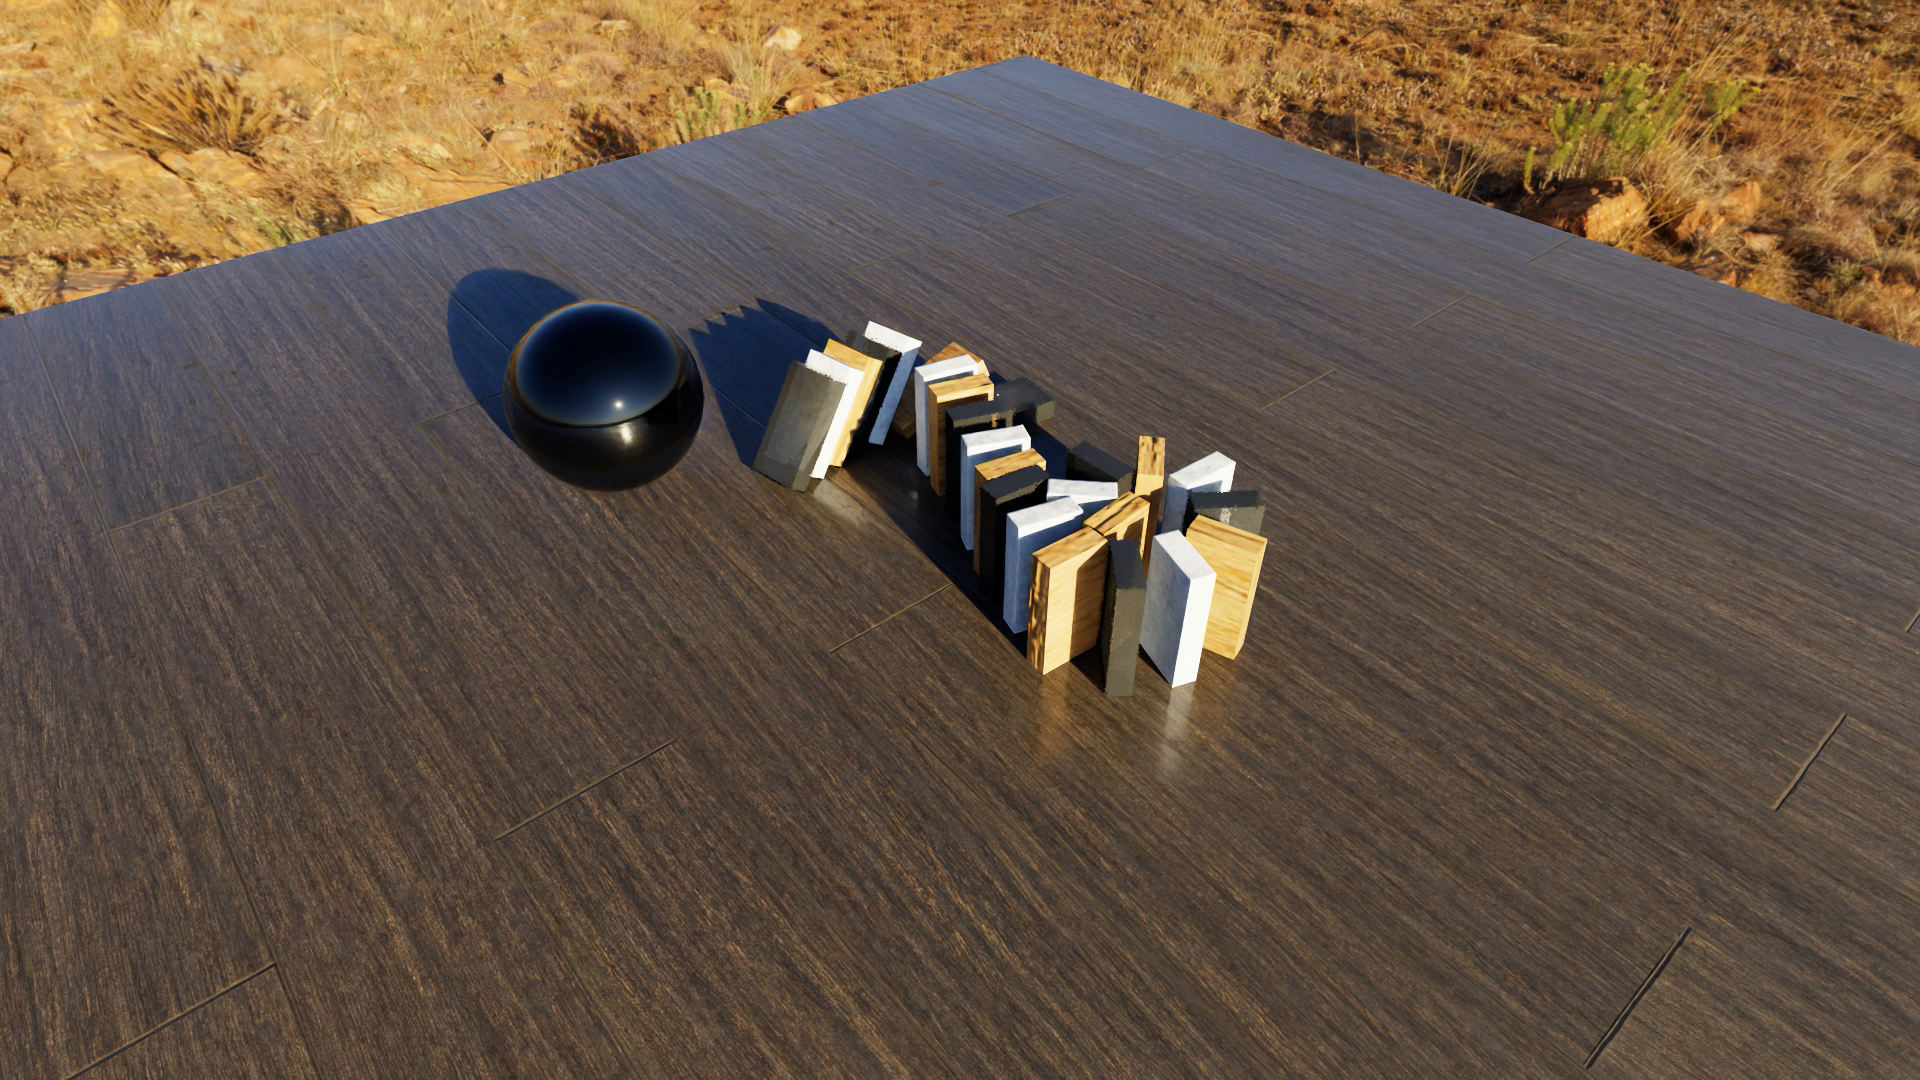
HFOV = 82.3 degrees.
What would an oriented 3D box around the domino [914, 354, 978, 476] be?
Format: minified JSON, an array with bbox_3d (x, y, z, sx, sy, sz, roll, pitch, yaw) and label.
[{"bbox_3d":[-0.006,-0.054,0.477,0.025,0.050,0.009,-18,43,-20],"label":"domino"}]

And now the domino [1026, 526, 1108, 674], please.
[{"bbox_3d":[0.037,0.022,0.385,0.025,0.050,0.010,-25,45,-27],"label":"domino"}]

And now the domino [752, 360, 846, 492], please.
[{"bbox_3d":[-0.070,-0.049,0.474,0.025,0.050,0.009,29,12,30],"label":"domino"}]

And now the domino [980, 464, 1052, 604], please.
[{"bbox_3d":[0.021,-0.002,0.414,0.025,0.050,0.010,-23,44,-25],"label":"domino"}]

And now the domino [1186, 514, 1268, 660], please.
[{"bbox_3d":[0.091,0.017,0.390,0.025,0.050,0.010,22,44,25],"label":"domino"}]

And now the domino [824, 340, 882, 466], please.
[{"bbox_3d":[-0.055,-0.061,0.489,0.025,0.050,0.009,29,12,30],"label":"domino"}]

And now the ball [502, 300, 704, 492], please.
[{"bbox_3d":[-0.148,-0.060,0.461,0.080,0.080,0.080,0,39,0],"label":"ball"}]

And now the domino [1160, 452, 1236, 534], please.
[{"bbox_3d":[0.089,-0.007,0.420,0.025,0.050,0.009,-26,46,-28],"label":"domino"}]

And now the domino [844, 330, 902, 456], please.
[{"bbox_3d":[-0.047,-0.066,0.495,0.025,0.050,0.010,29,12,30],"label":"domino"}]

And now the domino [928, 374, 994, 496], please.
[{"bbox_3d":[0.000,-0.044,0.465,0.025,0.050,0.009,-15,42,-18],"label":"domino"}]

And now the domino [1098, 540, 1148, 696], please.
[{"bbox_3d":[0.055,0.027,0.378,0.010,0.050,0.025,0,39,0],"label":"domino"}]

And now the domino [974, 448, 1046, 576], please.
[{"bbox_3d":[0.019,-0.009,0.422,0.025,0.050,0.009,-19,43,-21],"label":"domino"}]

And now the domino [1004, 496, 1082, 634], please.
[{"bbox_3d":[0.030,0.010,0.400,0.025,0.050,0.009,-16,42,-19],"label":"domino"}]

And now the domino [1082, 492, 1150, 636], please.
[{"bbox_3d":[0.055,0.010,0.400,0.025,0.050,0.010,-32,49,-33],"label":"domino"}]

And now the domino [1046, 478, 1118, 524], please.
[{"bbox_3d":[0.044,0.001,0.411,0.025,0.050,0.009,4,39,5],"label":"domino"}]

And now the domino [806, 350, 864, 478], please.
[{"bbox_3d":[-0.063,-0.055,0.482,0.025,0.050,0.009,29,12,30],"label":"domino"}]

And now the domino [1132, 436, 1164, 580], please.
[{"bbox_3d":[0.072,-0.012,0.426,0.010,0.050,0.025,6,40,7],"label":"domino"}]

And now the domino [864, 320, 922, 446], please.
[{"bbox_3d":[-0.038,-0.071,0.501,0.025,0.050,0.010,27,11,31],"label":"domino"}]

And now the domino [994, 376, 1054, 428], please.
[{"bbox_3d":[0.017,-0.060,0.517,0.050,0.009,0.025,-22,44,-24],"label":"domino"}]

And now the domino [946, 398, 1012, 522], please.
[{"bbox_3d":[0.008,-0.032,0.451,0.025,0.050,0.009,-13,41,-15],"label":"domino"}]

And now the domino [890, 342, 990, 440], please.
[{"bbox_3d":[-0.014,-0.070,0.514,0.050,0.010,0.025,-39,44,-11],"label":"domino"}]

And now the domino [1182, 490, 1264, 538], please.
[{"bbox_3d":[0.094,0.005,0.405,0.025,0.050,0.009,-2,39,-3],"label":"domino"}]

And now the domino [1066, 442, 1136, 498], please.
[{"bbox_3d":[0.052,-0.010,0.424,0.010,0.050,0.025,-30,48,-31],"label":"domino"}]

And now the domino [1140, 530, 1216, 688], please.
[{"bbox_3d":[0.075,0.024,0.382,0.010,0.050,0.025,-14,41,-16],"label":"domino"}]

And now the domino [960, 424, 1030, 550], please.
[{"bbox_3d":[0.014,-0.020,0.436,0.025,0.050,0.010,-10,40,-12],"label":"domino"}]
